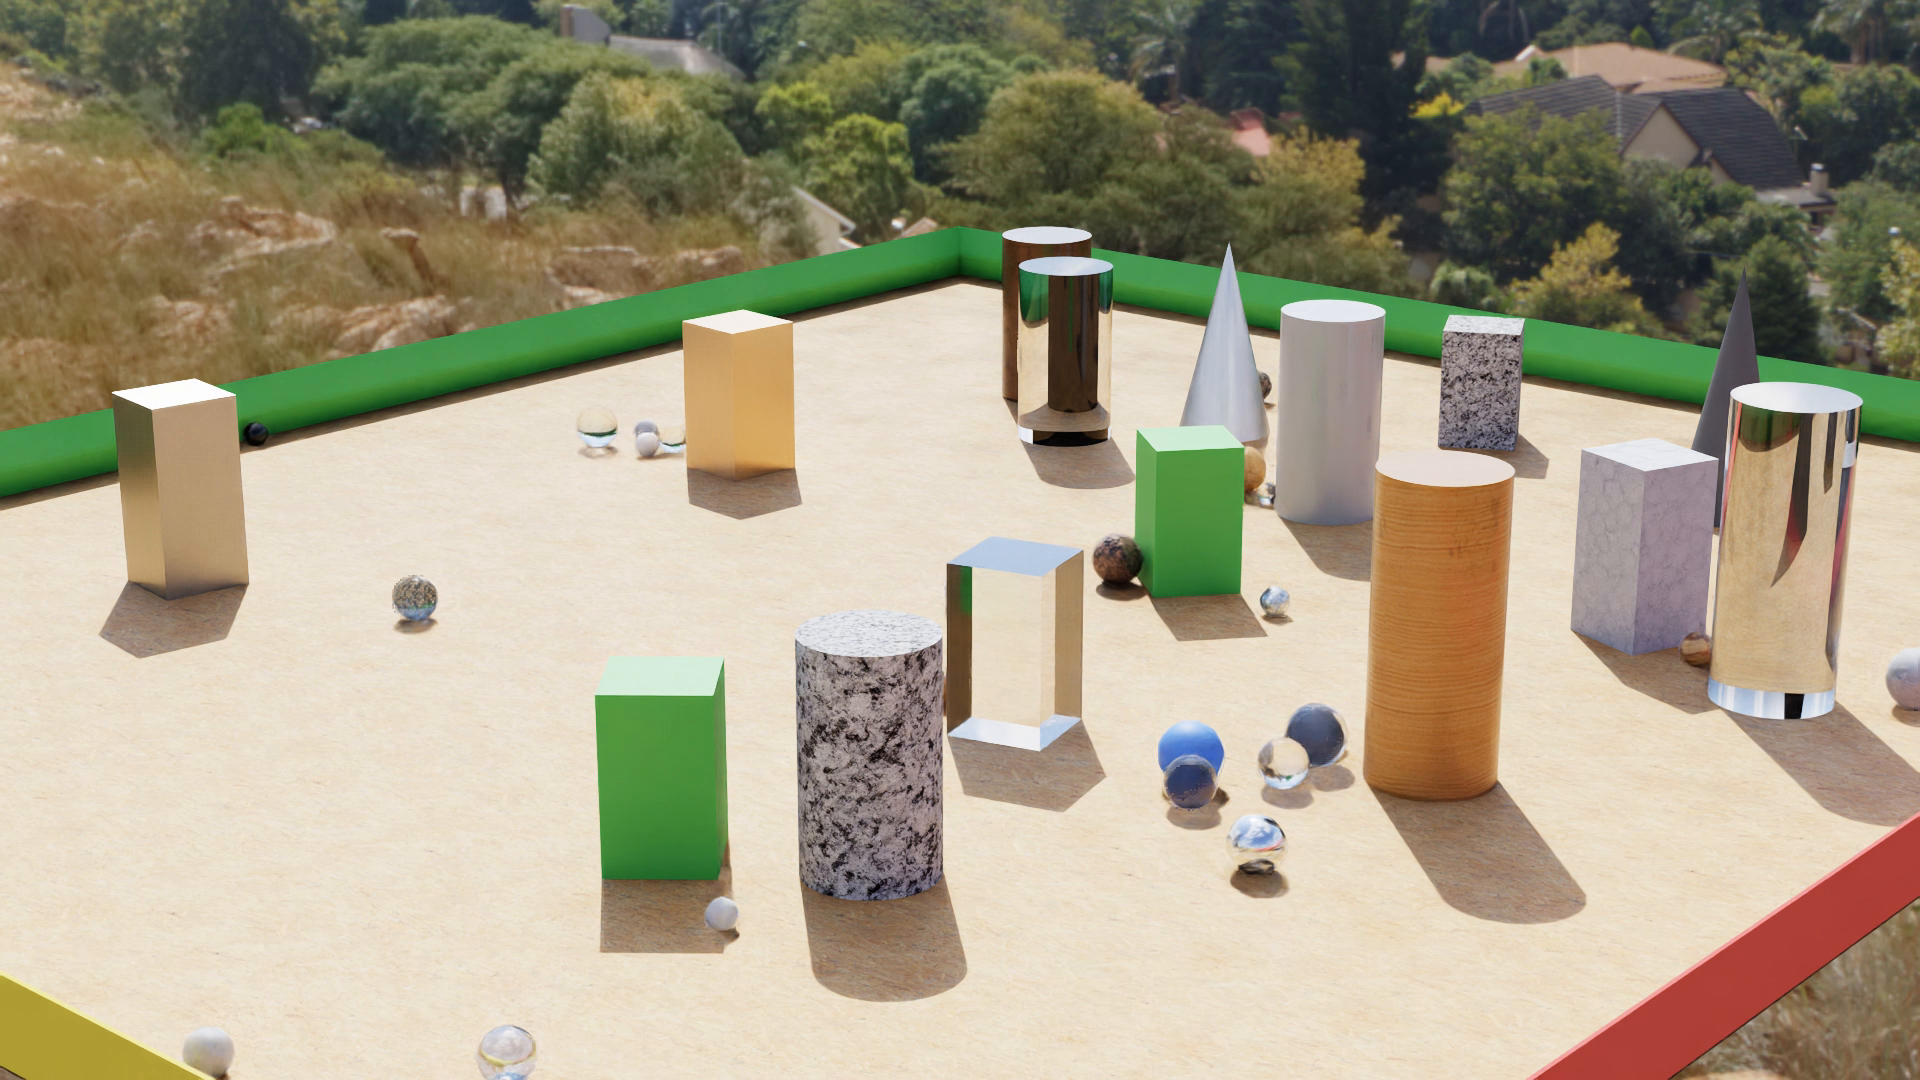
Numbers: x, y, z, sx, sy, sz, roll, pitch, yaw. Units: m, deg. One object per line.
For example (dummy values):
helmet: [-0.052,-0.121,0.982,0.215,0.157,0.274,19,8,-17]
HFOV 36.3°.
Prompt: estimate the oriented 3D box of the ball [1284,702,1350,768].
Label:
ball: [0.526,0.288,4.329,0.096,0.096,0.096,0,17,0]

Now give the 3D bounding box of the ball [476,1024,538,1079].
ball: [-0.519,0.592,3.364,0.071,0.071,0.071,0,17,0]

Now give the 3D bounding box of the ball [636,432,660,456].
ball: [-0.641,-0.197,6.015,0.050,0.050,0.050,0,17,0]

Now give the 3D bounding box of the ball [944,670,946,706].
ball: [-0.032,0.232,4.580,0.058,0.058,0.058,0,17,0]

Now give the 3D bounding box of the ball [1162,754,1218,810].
ball: [0.328,0.344,4.171,0.079,0.079,0.079,0,17,0]

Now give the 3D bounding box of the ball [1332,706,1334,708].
ball: [0.547,0.279,4.413,0.064,0.064,0.064,0,17,0]

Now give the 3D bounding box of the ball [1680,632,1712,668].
ball: [1.198,0.178,4.757,0.058,0.058,0.058,0,17,0]

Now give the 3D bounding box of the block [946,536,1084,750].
block: [0.084,0.155,4.459,0.156,0.274,0.156,8,19,25]

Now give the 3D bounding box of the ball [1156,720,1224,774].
ball: [0.334,0.310,4.254,0.097,0.097,0.097,0,17,0]

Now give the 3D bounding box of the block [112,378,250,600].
block: [-1.369,-0.090,5.153,0.156,0.344,0.156,-14,22,-38]

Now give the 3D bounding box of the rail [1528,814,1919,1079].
rail: [1.357,0.372,3.992,0.045,0.127,4.187,14,22,39]

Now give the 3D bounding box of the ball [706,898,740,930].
ball: [-0.306,0.482,3.776,0.043,0.043,0.043,0,17,0]

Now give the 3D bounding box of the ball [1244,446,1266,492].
ball: [0.555,-0.138,5.748,0.092,0.092,0.092,0,17,0]

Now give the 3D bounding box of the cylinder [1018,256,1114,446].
cylinder: [0.220,-0.395,6.131,0.195,0.362,0.195,0,17,0]

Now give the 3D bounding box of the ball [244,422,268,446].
ball: [-1.463,-0.220,6.094,0.050,0.050,0.050,0,17,0]

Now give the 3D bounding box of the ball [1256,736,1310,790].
ball: [0.467,0.323,4.246,0.076,0.076,0.076,0,17,0]

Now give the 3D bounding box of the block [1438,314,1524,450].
block: [1.087,-0.329,6.114,0.156,0.246,0.156,4,17,13]

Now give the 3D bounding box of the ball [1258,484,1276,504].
ball: [0.597,-0.090,5.675,0.040,0.040,0.040,0,17,0]

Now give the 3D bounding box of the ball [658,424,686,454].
ball: [-0.591,-0.209,6.037,0.060,0.060,0.060,0,17,0]

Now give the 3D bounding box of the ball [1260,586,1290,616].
ball: [0.539,0.105,5.012,0.052,0.052,0.052,0,17,0]

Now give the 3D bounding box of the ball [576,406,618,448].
ball: [-0.752,-0.235,6.080,0.085,0.085,0.085,0,17,0]

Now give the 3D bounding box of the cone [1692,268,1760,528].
cone: [1.465,-0.281,5.545,0.195,0.483,0.195,0,17,0]

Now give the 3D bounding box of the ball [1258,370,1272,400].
ball: [0.648,-0.338,6.444,0.072,0.072,0.072,0,17,0]

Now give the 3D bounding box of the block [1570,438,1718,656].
block: [1.136,0.009,4.874,0.156,0.315,0.156,-9,19,-27]

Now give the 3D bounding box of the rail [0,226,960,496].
rail: [-1.357,-0.308,6.248,0.045,0.127,4.187,14,22,39]

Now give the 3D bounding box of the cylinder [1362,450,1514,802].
cylinder: [0.688,0.123,4.227,0.195,0.470,0.195,0,17,0]

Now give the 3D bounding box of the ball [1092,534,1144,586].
ball: [0.279,0.035,5.178,0.090,0.090,0.090,0,17,0]

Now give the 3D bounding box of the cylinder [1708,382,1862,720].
cylinder: [1.279,0.015,4.554,0.195,0.488,0.195,0,17,0]

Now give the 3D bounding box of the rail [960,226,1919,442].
rail: [1.357,-0.419,6.617,3.642,0.127,0.045,14,22,39]

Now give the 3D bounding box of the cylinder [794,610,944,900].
cylinder: [-0.120,0.285,3.914,0.195,0.340,0.195,0,17,0]

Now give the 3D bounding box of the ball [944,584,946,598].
ball: [-0.001,0.088,5.064,0.054,0.054,0.054,0,17,0]

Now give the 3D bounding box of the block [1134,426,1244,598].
block: [0.402,-0.052,5.162,0.156,0.265,0.156,-3,17,-9]

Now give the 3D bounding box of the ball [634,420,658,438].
ball: [-0.653,-0.226,6.112,0.051,0.051,0.051,0,17,0]

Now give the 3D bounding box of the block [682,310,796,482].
block: [-0.444,-0.291,5.893,0.156,0.302,0.156,-15,23,-41]

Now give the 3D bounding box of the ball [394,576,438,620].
ball: [-0.926,0.099,4.990,0.075,0.075,0.075,0,17,0]

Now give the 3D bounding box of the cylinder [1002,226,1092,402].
cylinder: [0.190,-0.495,6.469,0.195,0.359,0.195,0,17,0]

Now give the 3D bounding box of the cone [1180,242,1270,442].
cone: [0.560,-0.426,6.160,0.195,0.406,0.195,0,17,0]

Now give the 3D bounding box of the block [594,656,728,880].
block: [-0.402,0.308,3.975,0.156,0.262,0.156,0,17,1]

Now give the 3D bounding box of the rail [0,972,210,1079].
rail: [-1.357,0.483,3.624,3.642,0.127,0.045,14,22,39]

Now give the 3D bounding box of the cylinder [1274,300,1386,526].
cylinder: [0.702,-0.243,5.575,0.195,0.393,0.195,0,17,0]

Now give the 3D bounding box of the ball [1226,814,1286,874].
ball: [0.399,0.410,3.949,0.082,0.082,0.082,0,17,0]

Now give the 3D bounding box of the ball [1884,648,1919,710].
ball: [1.491,0.216,4.564,0.098,0.098,0.098,0,17,0]

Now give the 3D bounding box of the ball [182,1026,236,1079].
ball: [-0.867,0.592,3.382,0.061,0.061,0.061,0,17,0]
